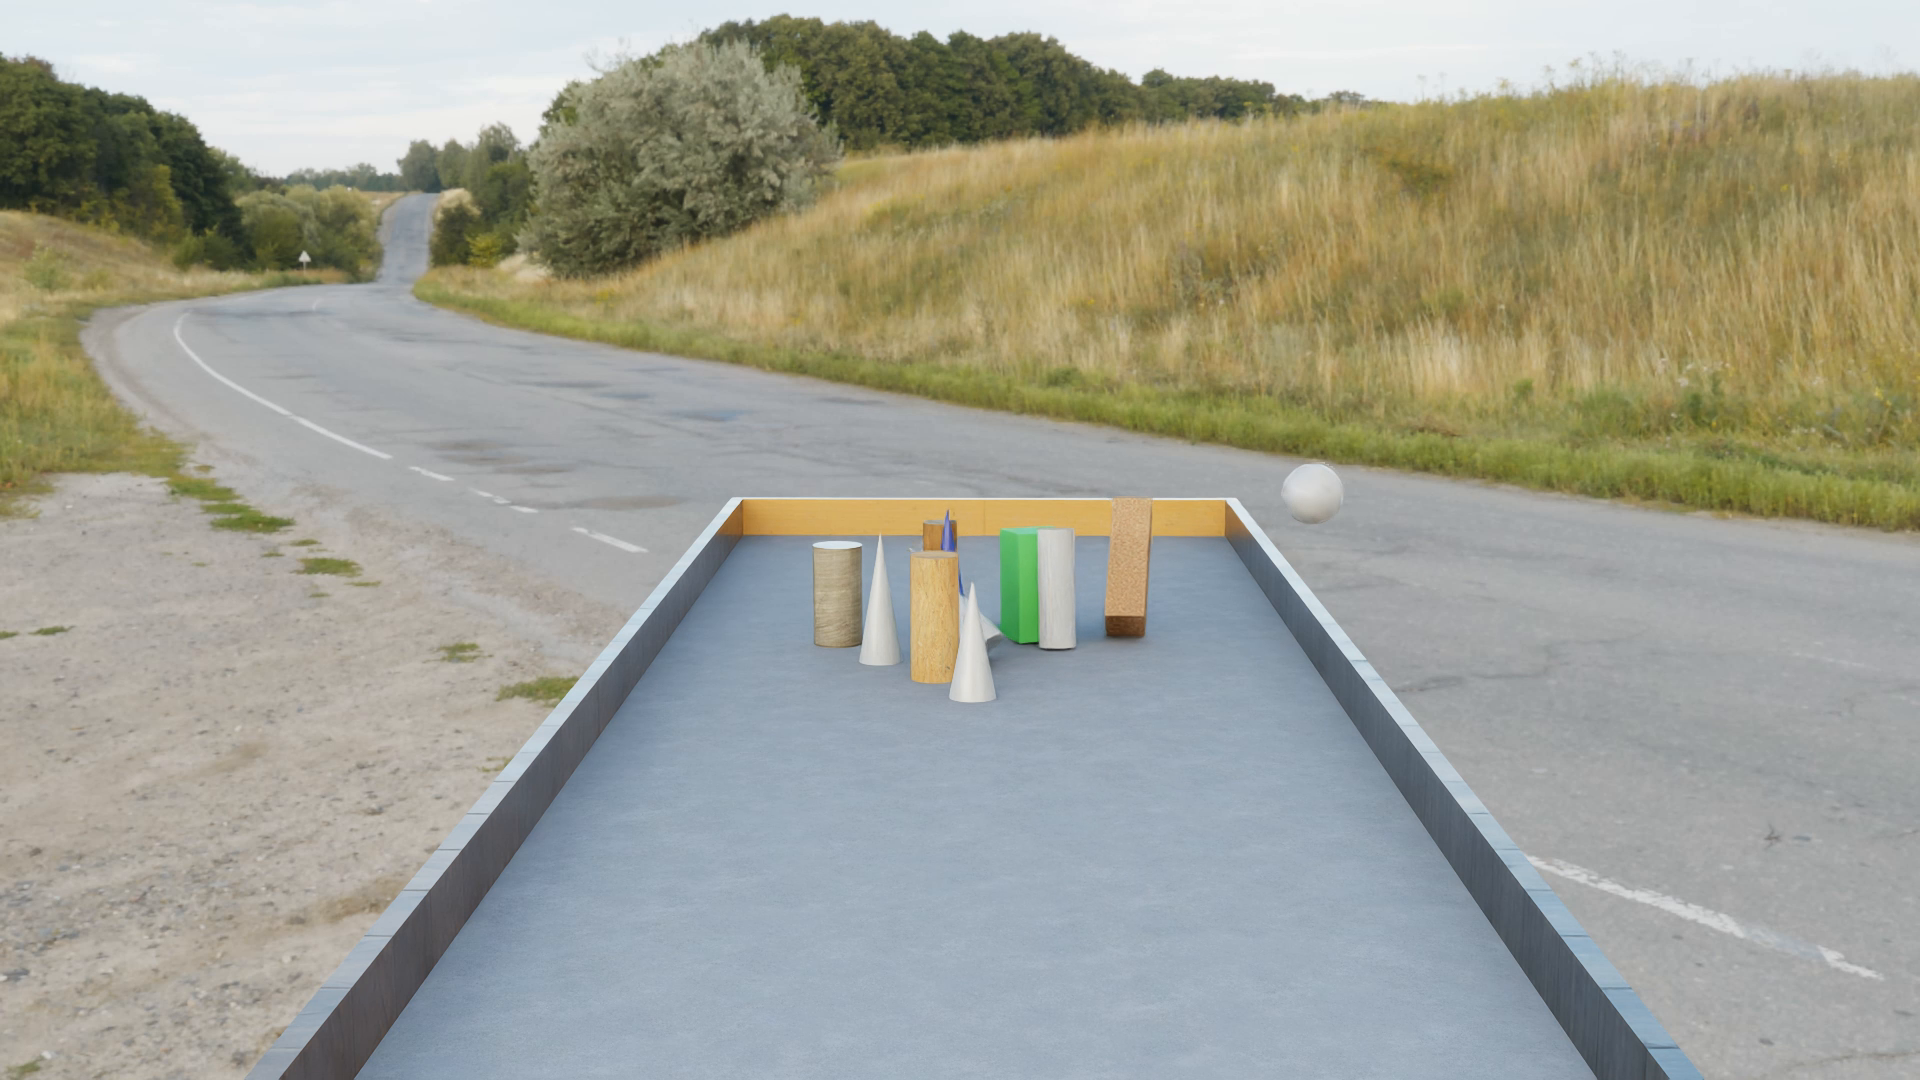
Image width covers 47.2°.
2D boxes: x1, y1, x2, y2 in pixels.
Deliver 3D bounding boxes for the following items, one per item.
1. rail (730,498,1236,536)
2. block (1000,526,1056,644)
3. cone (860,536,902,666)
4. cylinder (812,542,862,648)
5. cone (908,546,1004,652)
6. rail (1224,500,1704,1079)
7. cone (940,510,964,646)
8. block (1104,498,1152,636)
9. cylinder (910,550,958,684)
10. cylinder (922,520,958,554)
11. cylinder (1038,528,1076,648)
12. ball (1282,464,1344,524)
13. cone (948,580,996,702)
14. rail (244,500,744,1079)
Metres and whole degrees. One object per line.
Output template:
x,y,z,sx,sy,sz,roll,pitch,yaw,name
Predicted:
0.099,-0.098,9.147,2.100,0.150,0.050,0,9,1,rail
0.242,0.140,7.008,0.177,0.345,0.177,-3,7,-18,block
-0.241,0.171,6.658,0.133,0.398,0.133,0,9,0,cone
-0.385,0.171,6.927,0.155,0.314,0.155,0,9,0,cylinder
-0.041,0.171,6.705,0.138,0.407,0.138,-34,-18,-12,cone
1.046,0.843,3.208,0.050,0.150,12.000,0,9,1,rail
-0.035,0.121,6.779,0.154,0.454,0.154,-1,8,0,cone
0.549,0.086,7.135,0.124,0.455,0.124,1,-34,8,block
-0.074,0.224,6.425,0.142,0.366,0.142,0,9,0,cylinder
-0.062,0.133,6.950,0.109,0.383,0.109,0,9,0,cylinder
0.302,0.149,6.863,0.117,0.369,0.117,-1,4,0,cylinder
1.127,-0.147,7.029,0.196,0.196,0.196,0,9,0,ball
0.036,0.276,6.184,0.134,0.340,0.134,0,9,0,cone
-1.004,0.839,3.234,0.050,0.150,12.000,0,9,1,rail
